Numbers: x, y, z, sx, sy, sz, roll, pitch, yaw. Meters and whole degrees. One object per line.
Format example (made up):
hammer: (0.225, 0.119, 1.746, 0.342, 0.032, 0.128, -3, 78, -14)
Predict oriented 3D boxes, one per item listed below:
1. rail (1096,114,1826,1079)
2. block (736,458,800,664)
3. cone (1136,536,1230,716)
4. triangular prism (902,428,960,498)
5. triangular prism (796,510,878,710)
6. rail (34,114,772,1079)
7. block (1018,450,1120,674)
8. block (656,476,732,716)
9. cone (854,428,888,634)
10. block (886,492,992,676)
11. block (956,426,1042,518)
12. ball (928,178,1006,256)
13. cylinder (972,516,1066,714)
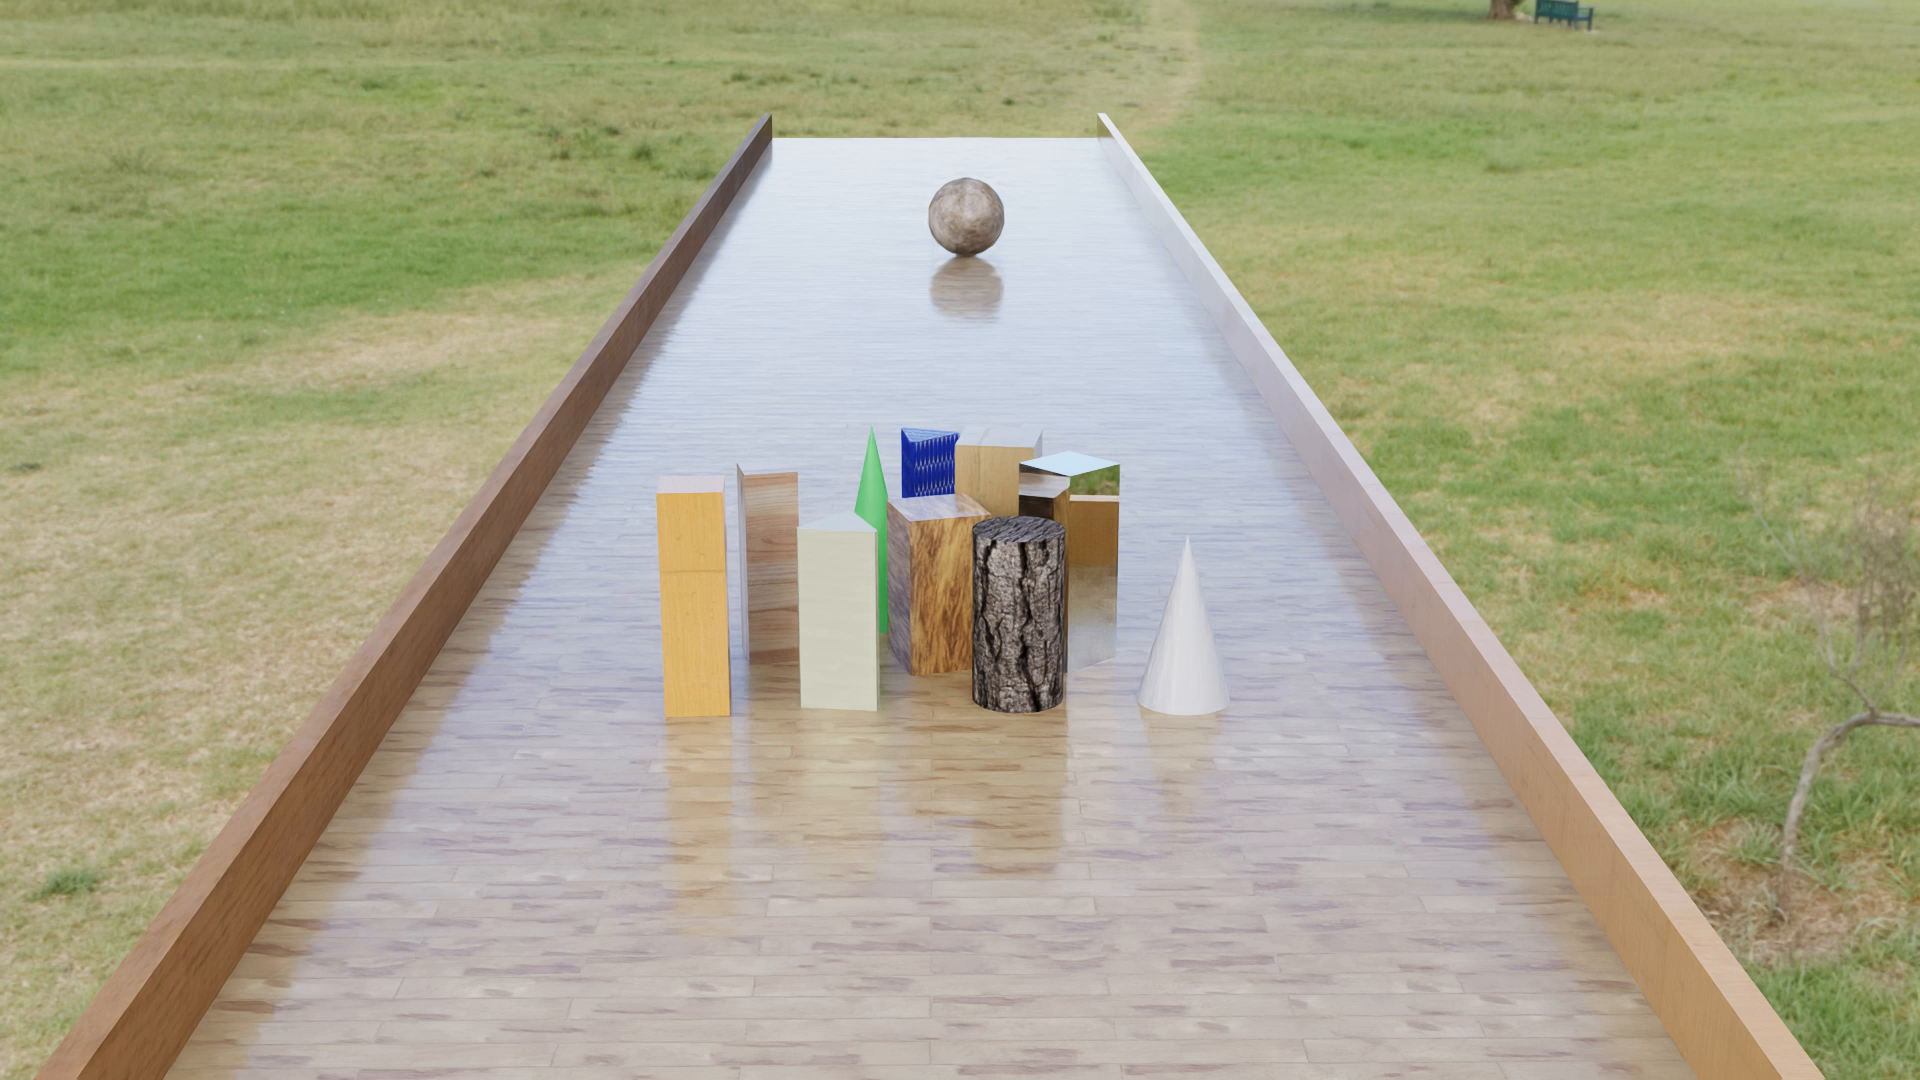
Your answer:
rail: (0.932, -0.844, 7.801, 0.050, 0.150, 12.000, 0, 17, -1)
block: (-0.381, 0.043, 4.393, 0.105, 0.392, 0.105, -4, 17, -13)
cone: (0.427, 0.146, 4.161, 0.178, 0.329, 0.178, 0, 17, 0)
triangular prism: (-0.090, -0.074, 4.881, 0.137, 0.339, 0.118, -14, 21, -38)
triangular prism: (-0.219, 0.131, 4.168, 0.151, 0.352, 0.131, 2, 17, 8)
rail: (-1.118, -0.838, 7.780, 0.050, 0.150, 12.000, 0, 17, -1)
block: (0.215, 0.042, 4.380, 0.141, 0.402, 0.141, -15, 22, -41)
block: (-0.496, 0.105, 4.113, 0.120, 0.434, 0.120, -1, 17, -4)
cone: (-0.182, -0.035, 4.598, 0.176, 0.426, 0.176, 0, 17, 0)
block: (-0.043, 0.086, 4.382, 0.166, 0.316, 0.166, -5, 17, -17)
block: (0.082, -0.026, 4.627, 0.162, 0.393, 0.162, 2, 17, 8)
ball: (0.027, -1.352, 9.204, 0.324, 0.324, 0.324, 0, 17, 0)
cylinder: (0.110, 0.140, 4.166, 0.174, 0.336, 0.174, 0, 17, 0)
